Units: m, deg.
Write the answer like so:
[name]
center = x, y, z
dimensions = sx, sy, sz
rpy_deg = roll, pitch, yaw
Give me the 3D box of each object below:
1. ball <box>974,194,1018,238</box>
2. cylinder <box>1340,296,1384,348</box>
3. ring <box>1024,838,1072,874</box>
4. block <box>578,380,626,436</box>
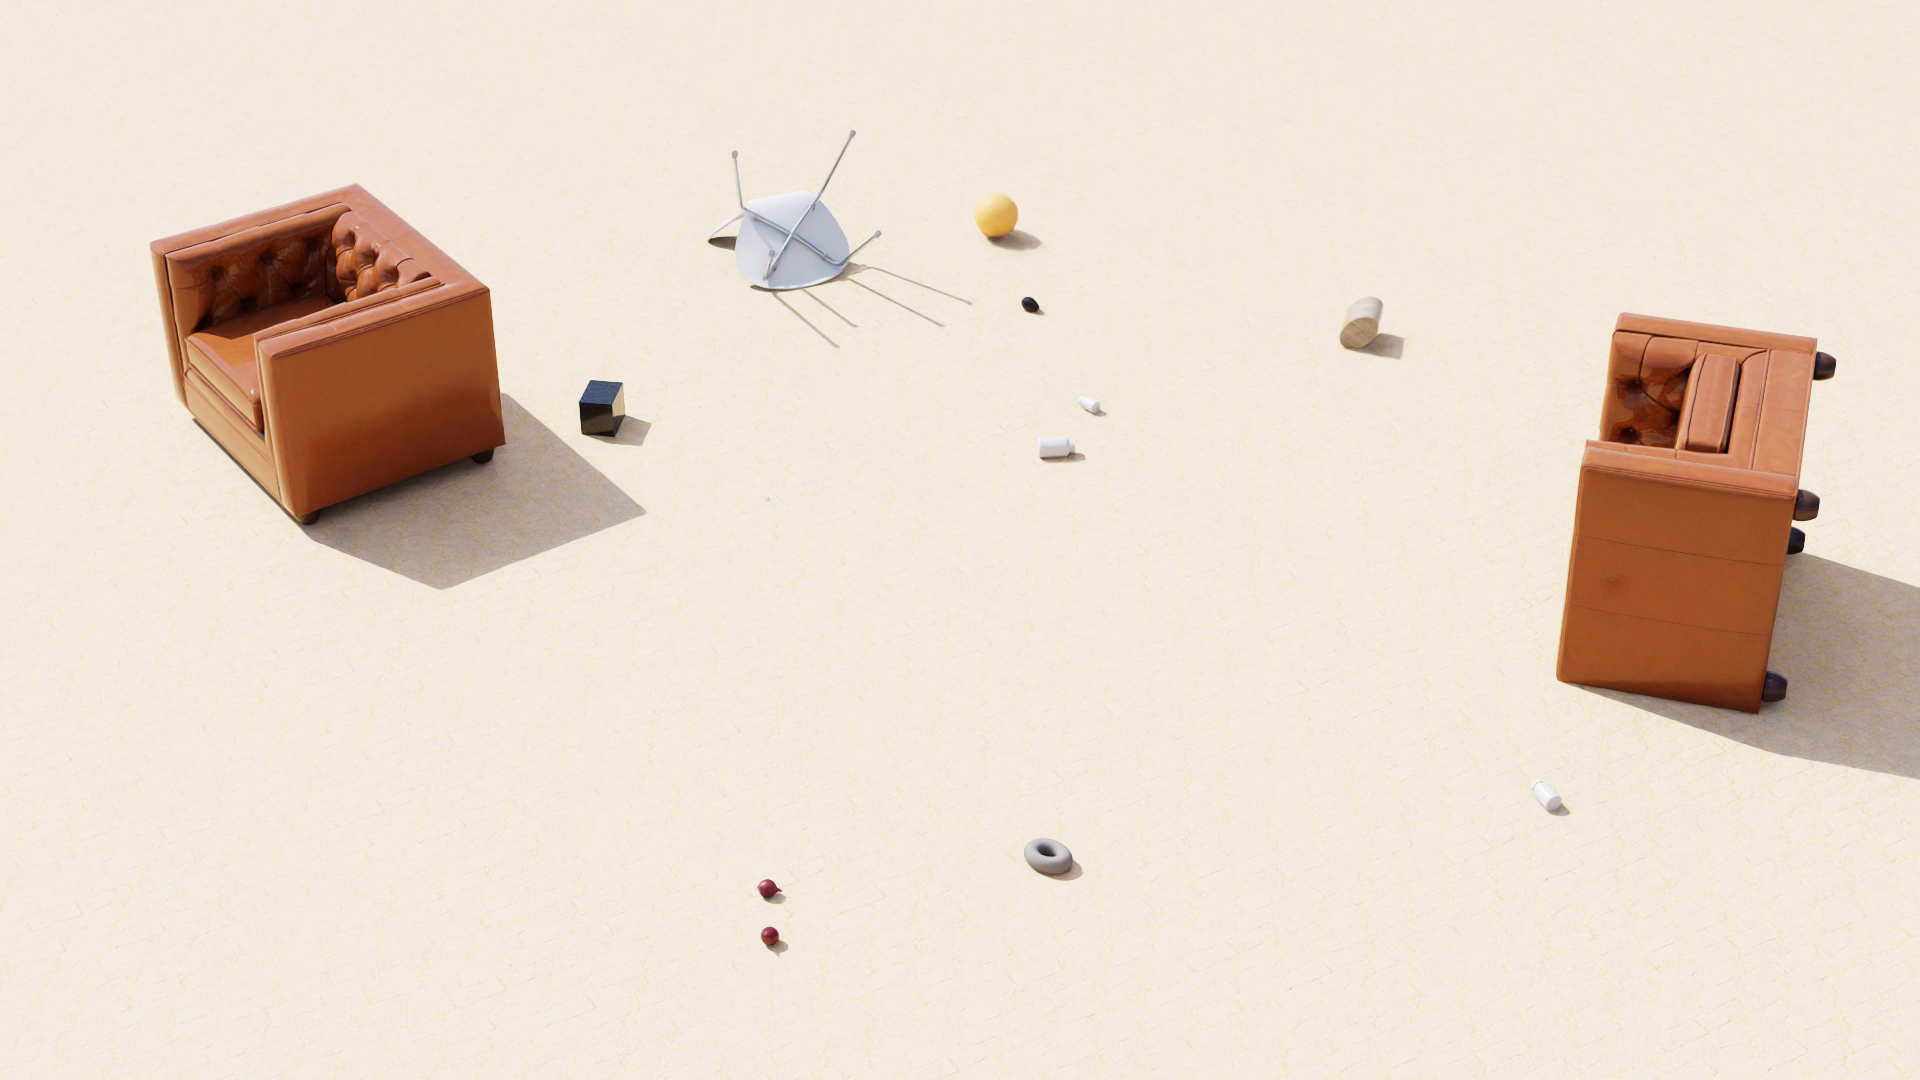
[ball]
center = 0.162, -1.432, 12.943
dimensions = 0.193, 0.193, 0.193
rpy_deg = 0, 33, 0
[cylinder]
center = 1.667, -0.903, 12.172
dimensions = 0.186, 0.122, 0.180
rpy_deg = -36, 17, 32
[ring]
center = 0.282, 1.009, 9.360
dimensions = 0.170, 0.059, 0.126
rpy_deg = 20, 40, 29
[block]
center = -1.415, -0.521, 11.600
dimensions = 0.135, 0.148, 0.175
rpy_deg = 5, 34, 7
